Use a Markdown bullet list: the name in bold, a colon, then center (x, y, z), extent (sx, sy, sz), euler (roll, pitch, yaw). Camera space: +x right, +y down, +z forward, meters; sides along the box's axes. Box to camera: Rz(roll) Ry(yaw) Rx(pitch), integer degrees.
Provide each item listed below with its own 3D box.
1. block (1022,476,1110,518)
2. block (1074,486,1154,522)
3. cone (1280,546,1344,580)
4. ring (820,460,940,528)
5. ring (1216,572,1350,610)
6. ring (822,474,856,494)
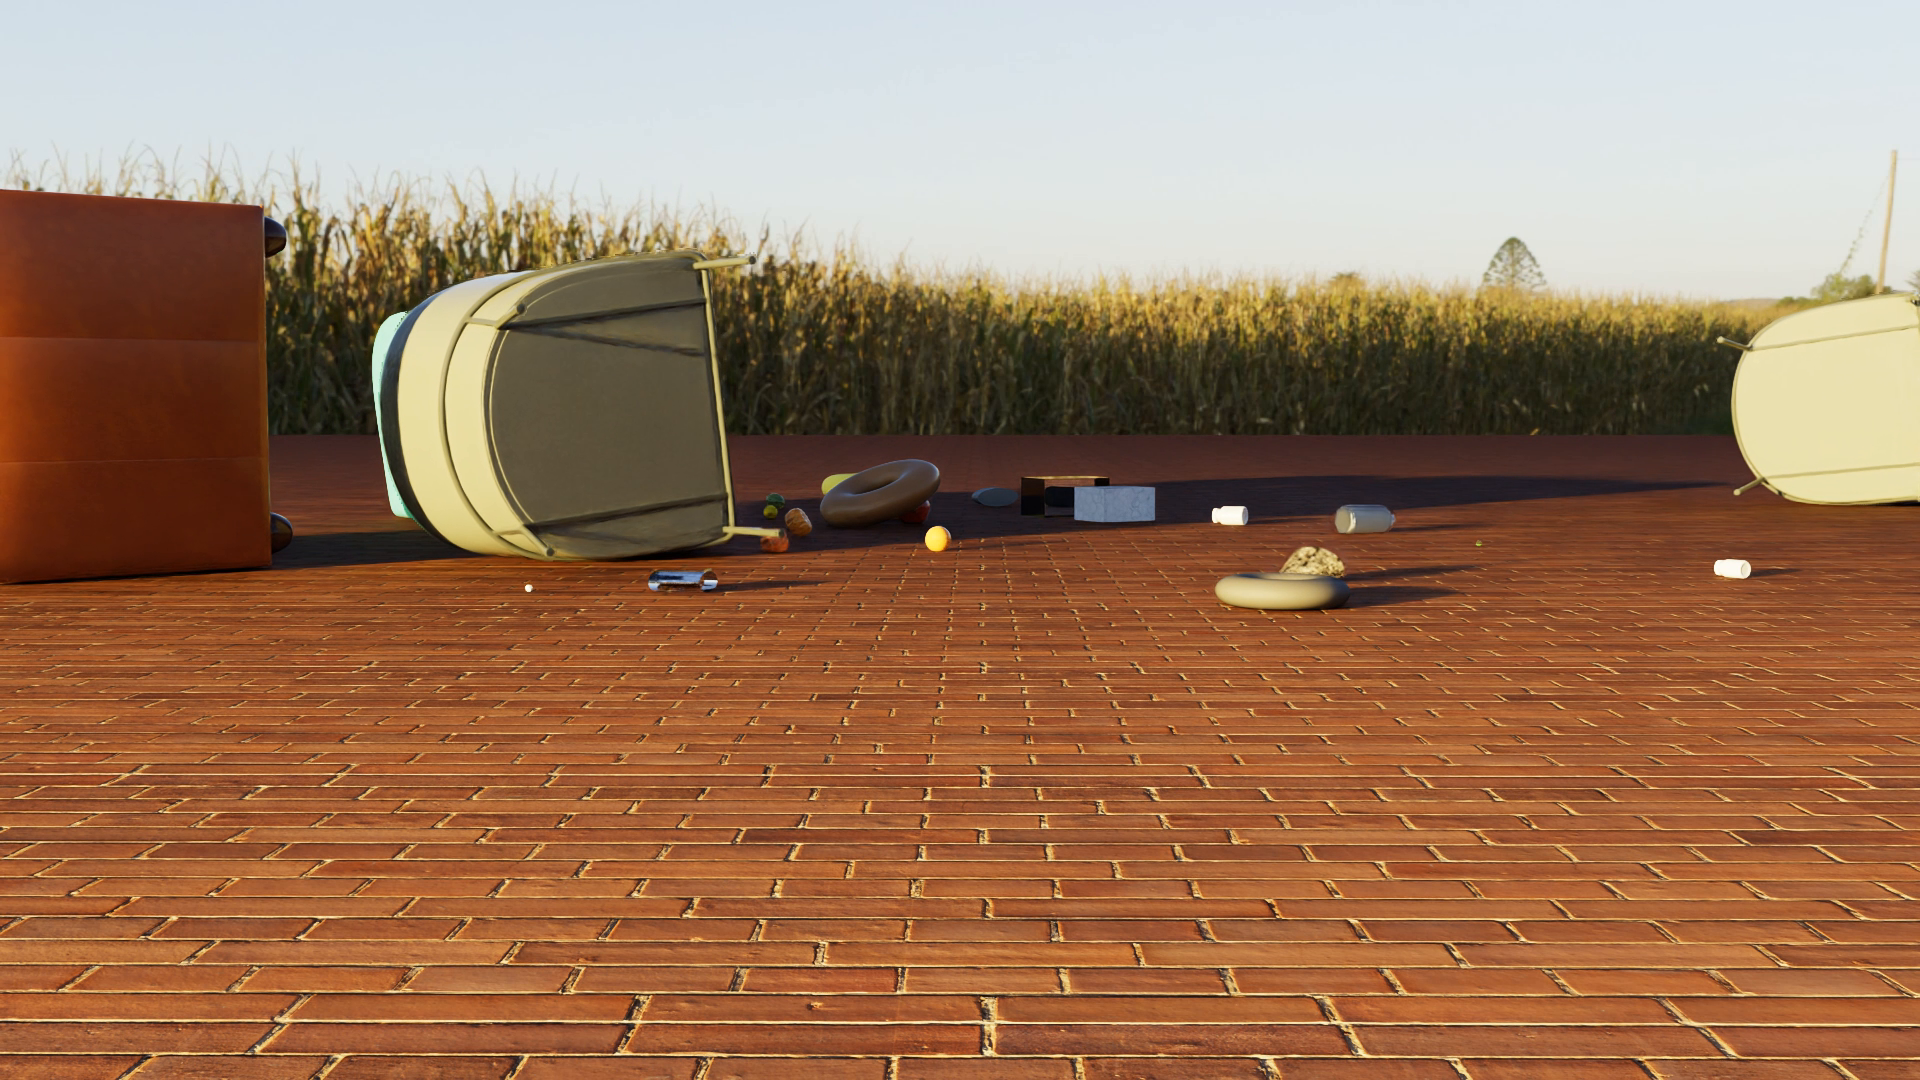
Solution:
- **block**: center (0.374, -0.155, 7.810), extent (0.262, 0.136, 0.174), euler (-2, 4, -26)
- **block**: center (0.531, -0.125, 7.542), extent (0.213, 0.112, 0.173), euler (-2, 5, -31)
- **cone**: center (0.767, 0.081, 5.061), extent (0.163, 0.088, 0.167), euler (-22, 18, -35)
- **ring**: center (-0.264, -0.153, 7.254), extent (0.441, 0.105, 0.373), euler (-9, 23, 35)
- **ring**: center (0.668, 0.106, 4.560), extent (0.275, 0.062, 0.295), euler (-1, 3, -18)
- **ring**: center (-0.377, -0.219, 8.977), extent (0.405, 0.105, 0.235), euler (-3, 3, -30)
